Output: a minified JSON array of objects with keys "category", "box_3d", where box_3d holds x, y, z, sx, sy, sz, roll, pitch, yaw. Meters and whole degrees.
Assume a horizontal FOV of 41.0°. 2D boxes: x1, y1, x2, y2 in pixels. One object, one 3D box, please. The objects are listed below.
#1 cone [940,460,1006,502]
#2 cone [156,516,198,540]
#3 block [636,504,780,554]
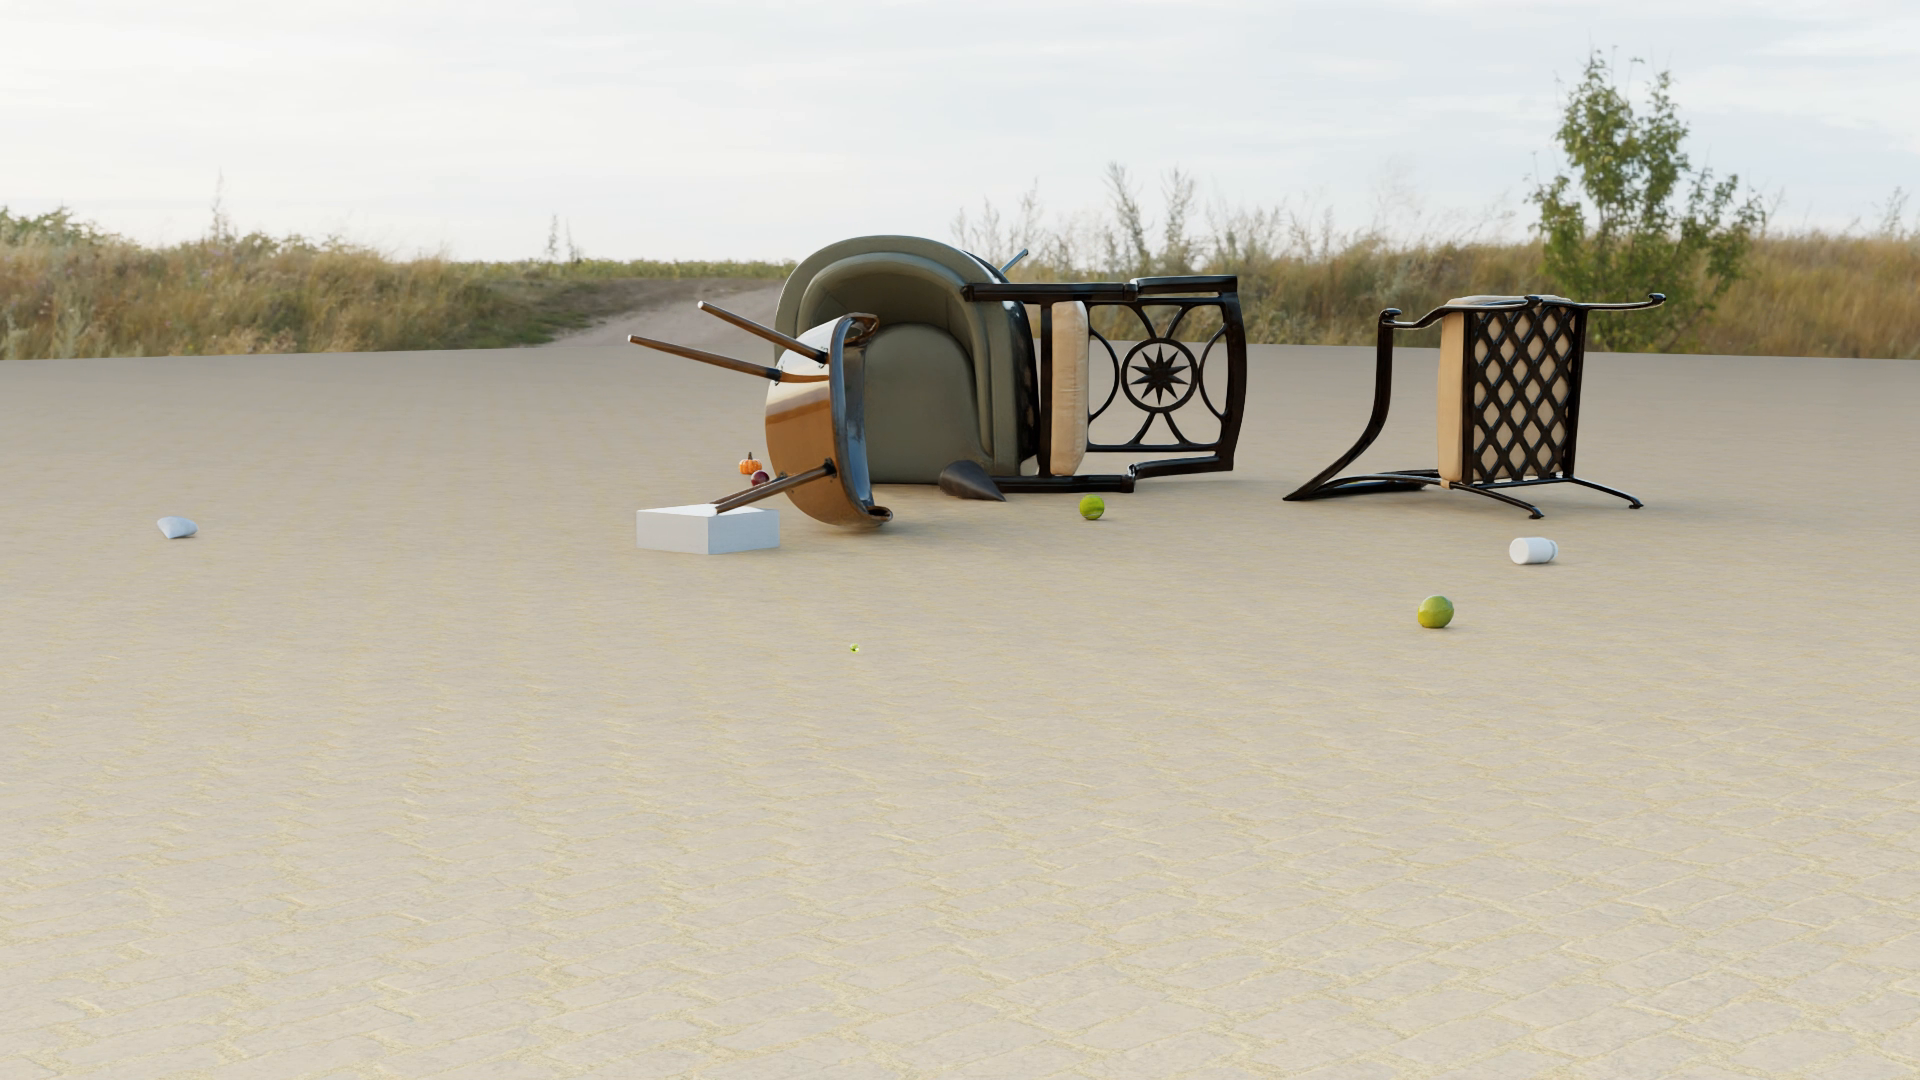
[{"category":"cone","box_3d":[0.074,-0.148,7.564,0.178,0.116,0.218,7,15,-40]},{"category":"cone","box_3d":[-1.981,-0.018,6.458,0.107,0.058,0.065,4,30,3]},{"category":"block","box_3d":[-0.613,-0.028,6.239,0.245,0.091,0.244,5,8,40]}]
